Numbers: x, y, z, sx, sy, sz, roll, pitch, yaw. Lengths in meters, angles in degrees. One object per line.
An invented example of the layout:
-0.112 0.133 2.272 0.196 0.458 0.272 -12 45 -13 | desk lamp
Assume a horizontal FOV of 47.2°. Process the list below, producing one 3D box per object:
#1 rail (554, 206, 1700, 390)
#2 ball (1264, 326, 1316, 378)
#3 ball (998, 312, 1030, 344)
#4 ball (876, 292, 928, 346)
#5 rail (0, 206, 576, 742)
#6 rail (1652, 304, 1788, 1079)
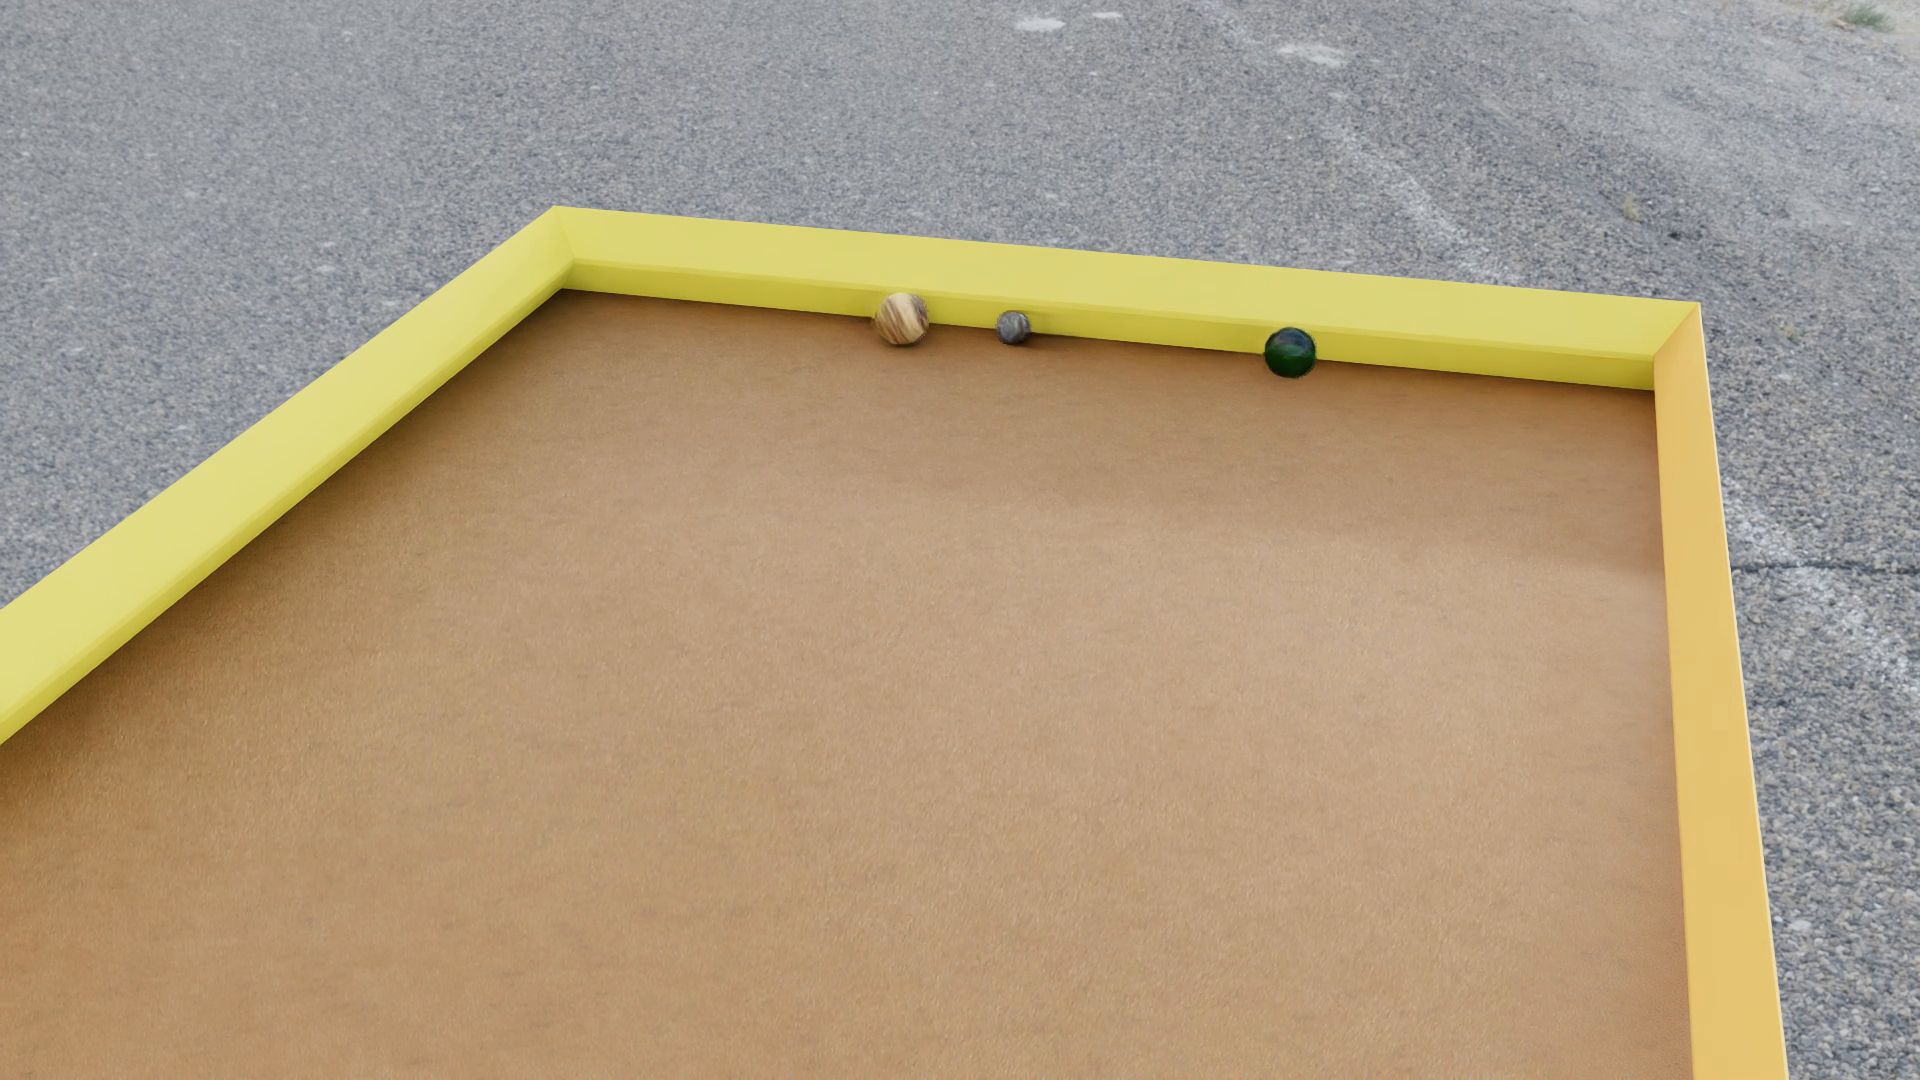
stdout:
0.158 -0.296 2.722 1.439 0.112 0.045 7 27 13 | rail
0.396 -0.225 2.638 0.062 0.062 0.062 0 27 0 | ball
0.068 -0.264 2.739 0.041 0.041 0.041 0 27 0 | ball
-0.073 -0.275 2.734 0.065 0.065 0.065 0 27 0 | ball
-0.837 0.176 1.776 0.045 0.112 2.597 7 27 13 | rail
0.510 0.333 1.462 0.045 0.112 2.597 7 27 13 | rail
